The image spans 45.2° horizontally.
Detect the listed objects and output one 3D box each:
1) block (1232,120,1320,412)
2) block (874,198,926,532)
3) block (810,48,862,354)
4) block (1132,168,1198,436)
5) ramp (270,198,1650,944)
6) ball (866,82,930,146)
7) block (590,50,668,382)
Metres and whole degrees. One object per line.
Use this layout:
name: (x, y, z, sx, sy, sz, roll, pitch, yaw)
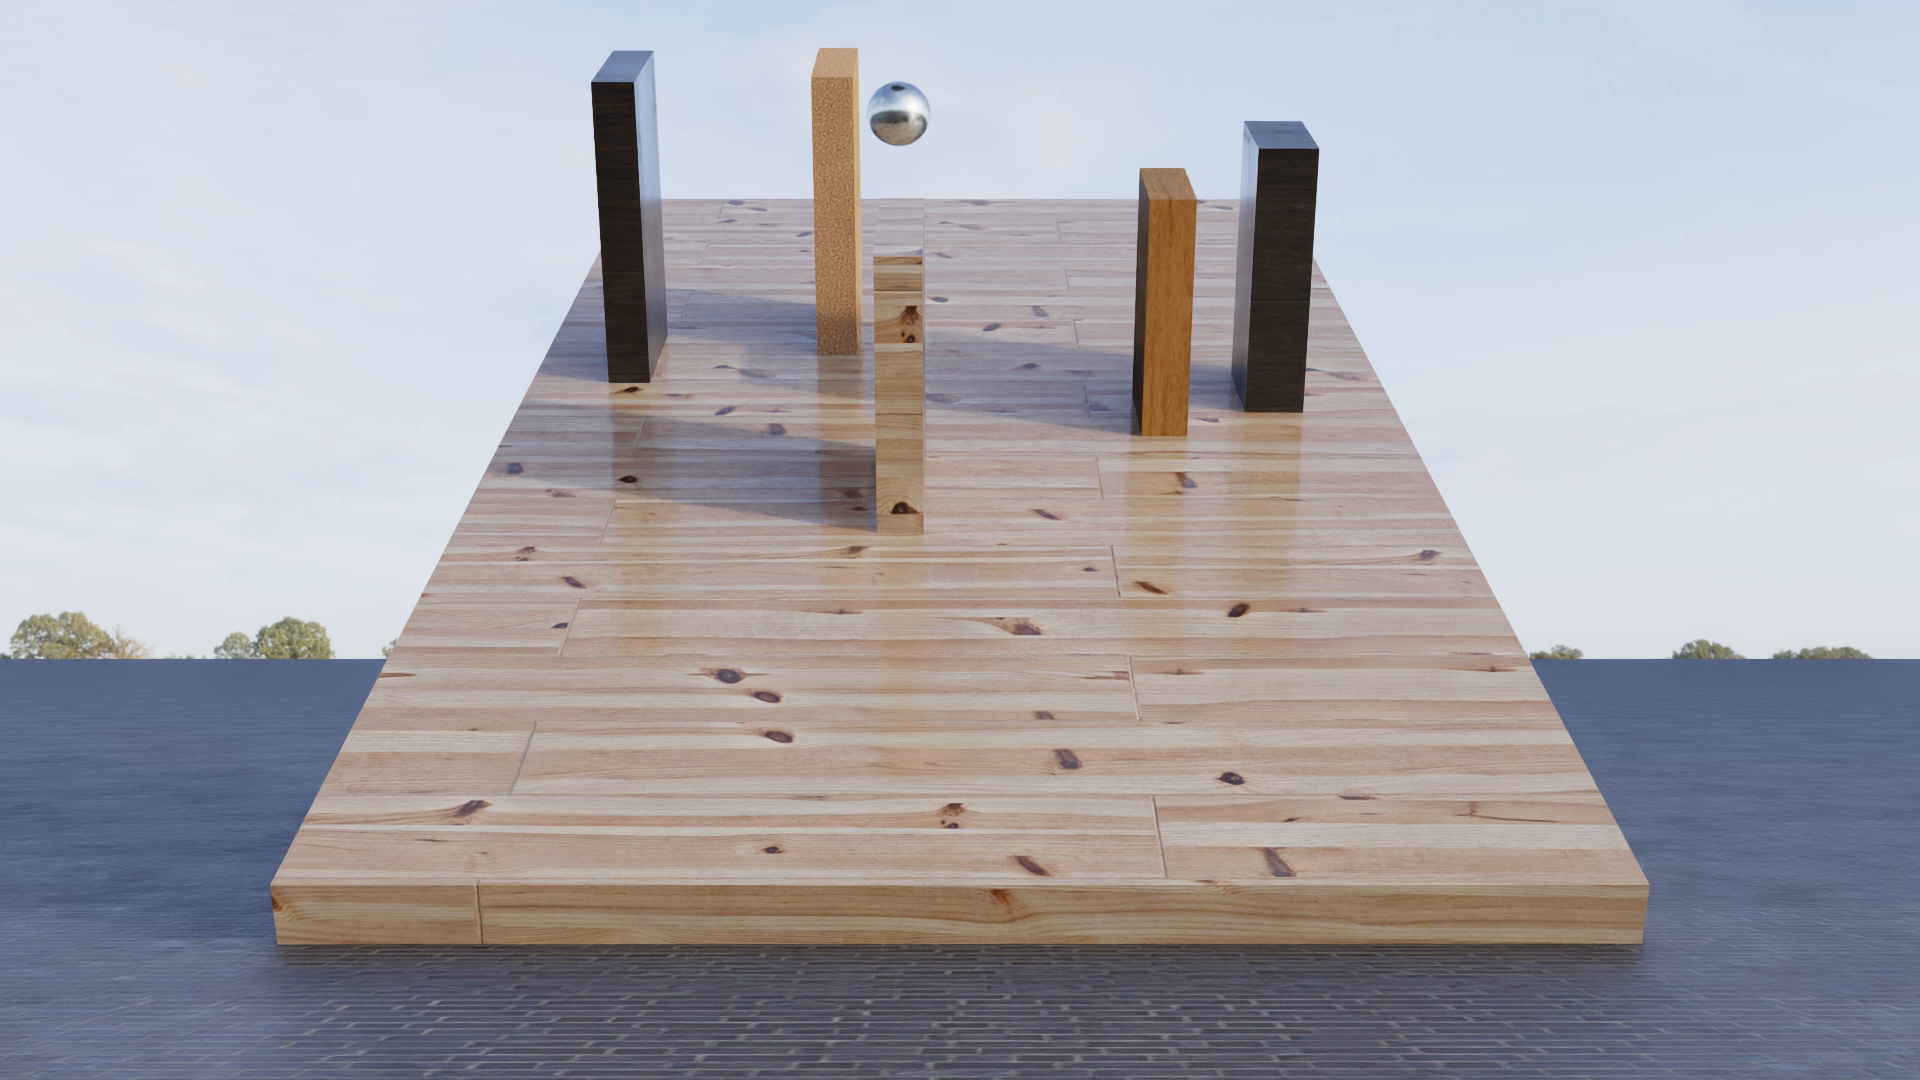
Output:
block: (0.713, -0.623, 5.248, 0.132, 0.607, 0.275, 0, 23, 0)
block: (-0.119, -0.361, 4.671, 0.093, 0.565, 0.444, 0, 23, 0)
block: (-0.300, -0.836, 5.665, 0.097, 0.675, 0.365, 0, 23, 0)
block: (0.451, -0.530, 5.120, 0.101, 0.533, 0.284, 0, 23, 0)
ramp: (-0.007, -0.224, 5.207, 2.000, 0.100, 4.000, 0, 23, 0)
ball: (-0.178, -1.237, 6.692, 0.186, 0.186, 0.186, 0, -3, 0)
block: (-0.777, -0.768, 5.457, 0.097, 0.708, 0.374, 0, 23, 0)
